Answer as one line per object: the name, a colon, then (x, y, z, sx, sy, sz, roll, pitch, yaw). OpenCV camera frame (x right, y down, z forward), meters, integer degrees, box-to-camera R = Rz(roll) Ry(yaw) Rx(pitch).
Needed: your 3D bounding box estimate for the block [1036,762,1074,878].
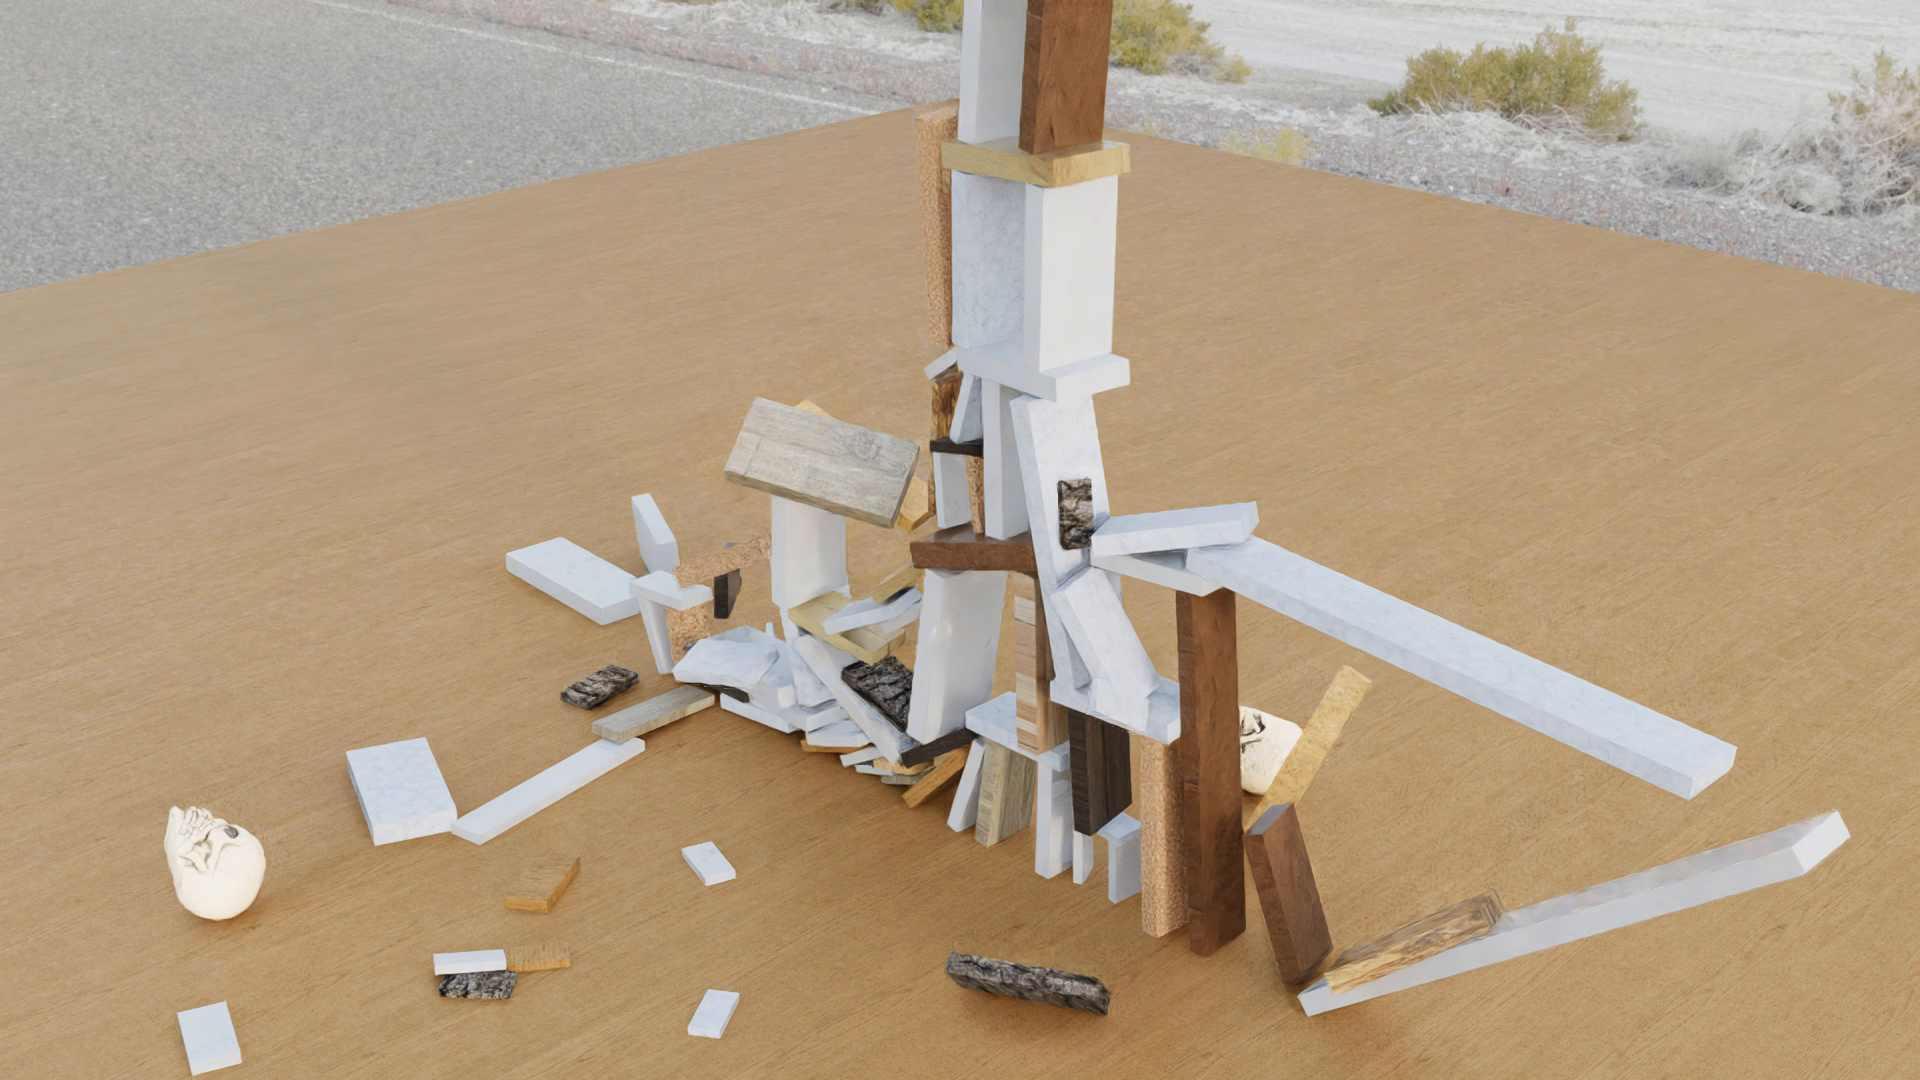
block: (0.203, 0.517, 4.227, 0.123, 0.247, 0.035, -21, 32, -40)

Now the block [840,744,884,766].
block: (-0.166, 0.435, 4.594, 0.086, 0.024, 0.173, -21, 0, -40)

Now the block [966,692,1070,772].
block: (0.143, 0.366, 4.219, 0.247, 0.035, 0.123, 22, 31, 40)

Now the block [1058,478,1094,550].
block: (0.205, -0.046, 3.859, 0.060, 0.121, 0.017, -8, 9, -26)

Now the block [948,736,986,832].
block: (0.050, 0.471, 4.364, 0.113, 0.227, 0.032, -21, 50, -41)

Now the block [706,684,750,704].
block: (-0.499, 0.302, 4.916, 0.116, 0.033, 0.232, -19, 23, -35)

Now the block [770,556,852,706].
block: (-0.299, 0.175, 4.684, 0.162, 0.323, 0.046, -18, 11, -42)

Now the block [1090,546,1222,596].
block: (0.362, 0.037, 3.842, 0.246, 0.035, 0.123, 16, 28, 41)

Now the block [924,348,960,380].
block: (0.015, -0.348, 4.099, 0.090, 0.025, 0.179, -20, -4, -32)

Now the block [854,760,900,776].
block: (-0.156, 0.469, 4.586, 0.062, 0.017, 0.123, -22, 14, -39)

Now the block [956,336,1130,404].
block: (0.144, -0.309, 3.880, 0.155, 0.044, 0.310, -16, 23, -29)

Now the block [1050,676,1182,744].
block: (0.308, 0.284, 3.959, 0.269, 0.038, 0.135, 18, 33, 40)

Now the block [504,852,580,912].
block: (-0.795, 0.651, 4.196, 0.083, 0.024, 0.167, 5, 23, 11)

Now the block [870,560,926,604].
block: (-0.087, 0.053, 4.398, 0.193, 0.027, 0.097, -35, 6, 29)

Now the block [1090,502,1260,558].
block: (0.372, -0.018, 3.802, 0.265, 0.037, 0.132, -6, 13, 21)

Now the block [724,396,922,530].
block: (-0.271, -0.154, 4.365, 0.349, 0.049, 0.175, 17, 66, 9)

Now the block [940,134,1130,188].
block: (0.125, -0.654, 3.745, 0.161, 0.046, 0.322, -17, 23, -31)

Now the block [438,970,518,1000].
block: (-0.851, 0.785, 3.887, 0.123, 0.017, 0.062, 2, 23, 4)

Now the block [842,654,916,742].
block: (-0.126, 0.316, 4.497, 0.113, 0.032, 0.226, -24, 48, -37)

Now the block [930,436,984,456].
block: (0.017, -0.178, 4.139, 0.073, 0.021, 0.146, -16, 15, -38)

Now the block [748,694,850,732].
block: (-0.346, 0.349, 4.744, 0.116, 0.033, 0.232, -18, 23, -33)

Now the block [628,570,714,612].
block: (-0.657, 0.115, 4.990, 0.184, 0.026, 0.092, 16, 28, 40)

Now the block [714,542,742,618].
block: (-0.539, 0.093, 5.100, 0.031, 0.110, 0.220, 1, 18, 2)

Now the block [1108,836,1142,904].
block: (0.311, 0.613, 4.144, 0.066, 0.132, 0.019, -20, 30, -35)

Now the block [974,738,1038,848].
block: (0.096, 0.474, 4.325, 0.123, 0.247, 0.035, -21, 38, -41)

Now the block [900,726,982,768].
block: (-0.009, 0.397, 4.394, 0.113, 0.032, 0.227, -22, -4, -40)

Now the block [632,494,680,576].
block: (-0.754, 0.020, 5.497, 0.047, 0.165, 0.329, -13, 26, -15)

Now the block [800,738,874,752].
block: (-0.250, 0.423, 4.659, 0.086, 0.024, 0.173, -21, 11, -40)

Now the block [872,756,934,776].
block: (-0.116, 0.456, 4.515, 0.062, 0.017, 0.123, -21, 16, -37)

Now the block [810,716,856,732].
block: (-0.282, 0.397, 4.741, 0.056, 0.016, 0.112, -21, 8, -43)

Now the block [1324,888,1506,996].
block: (0.753, 0.665, 3.640, 0.284, 0.040, 0.142, -29, -6, 23)

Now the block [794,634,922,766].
block: (-0.195, 0.317, 4.556, 0.113, 0.032, 0.344, -20, 58, -40)

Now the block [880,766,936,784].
block: (-0.104, 0.484, 4.537, 0.062, 0.017, 0.123, -21, 9, -35)

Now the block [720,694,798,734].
block: (-0.408, 0.362, 4.824, 0.116, 0.033, 0.232, -21, 25, -40)

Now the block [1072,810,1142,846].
block: (0.279, 0.530, 4.142, 0.066, 0.019, 0.132, -21, 31, -32)

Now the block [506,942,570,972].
block: (-0.761, 0.753, 3.966, 0.113, 0.016, 0.057, -4, 23, -10)

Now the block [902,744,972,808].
block: (-0.013, 0.464, 4.430, 0.113, 0.227, 0.032, -22, 75, -41)

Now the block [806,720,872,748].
block: (-0.235, 0.404, 4.590, 0.086, 0.024, 0.173, -21, 11, -40)

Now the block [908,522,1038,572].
block: (0.092, 0.006, 4.115, 0.179, 0.051, 0.358, -22, 15, -40)

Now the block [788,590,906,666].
block: (-0.235, 0.175, 4.562, 0.226, 0.032, 0.113, 27, 39, 27)

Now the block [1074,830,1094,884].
block: (0.237, 0.585, 4.212, 0.019, 0.132, 0.066, 8, 25, 20)
